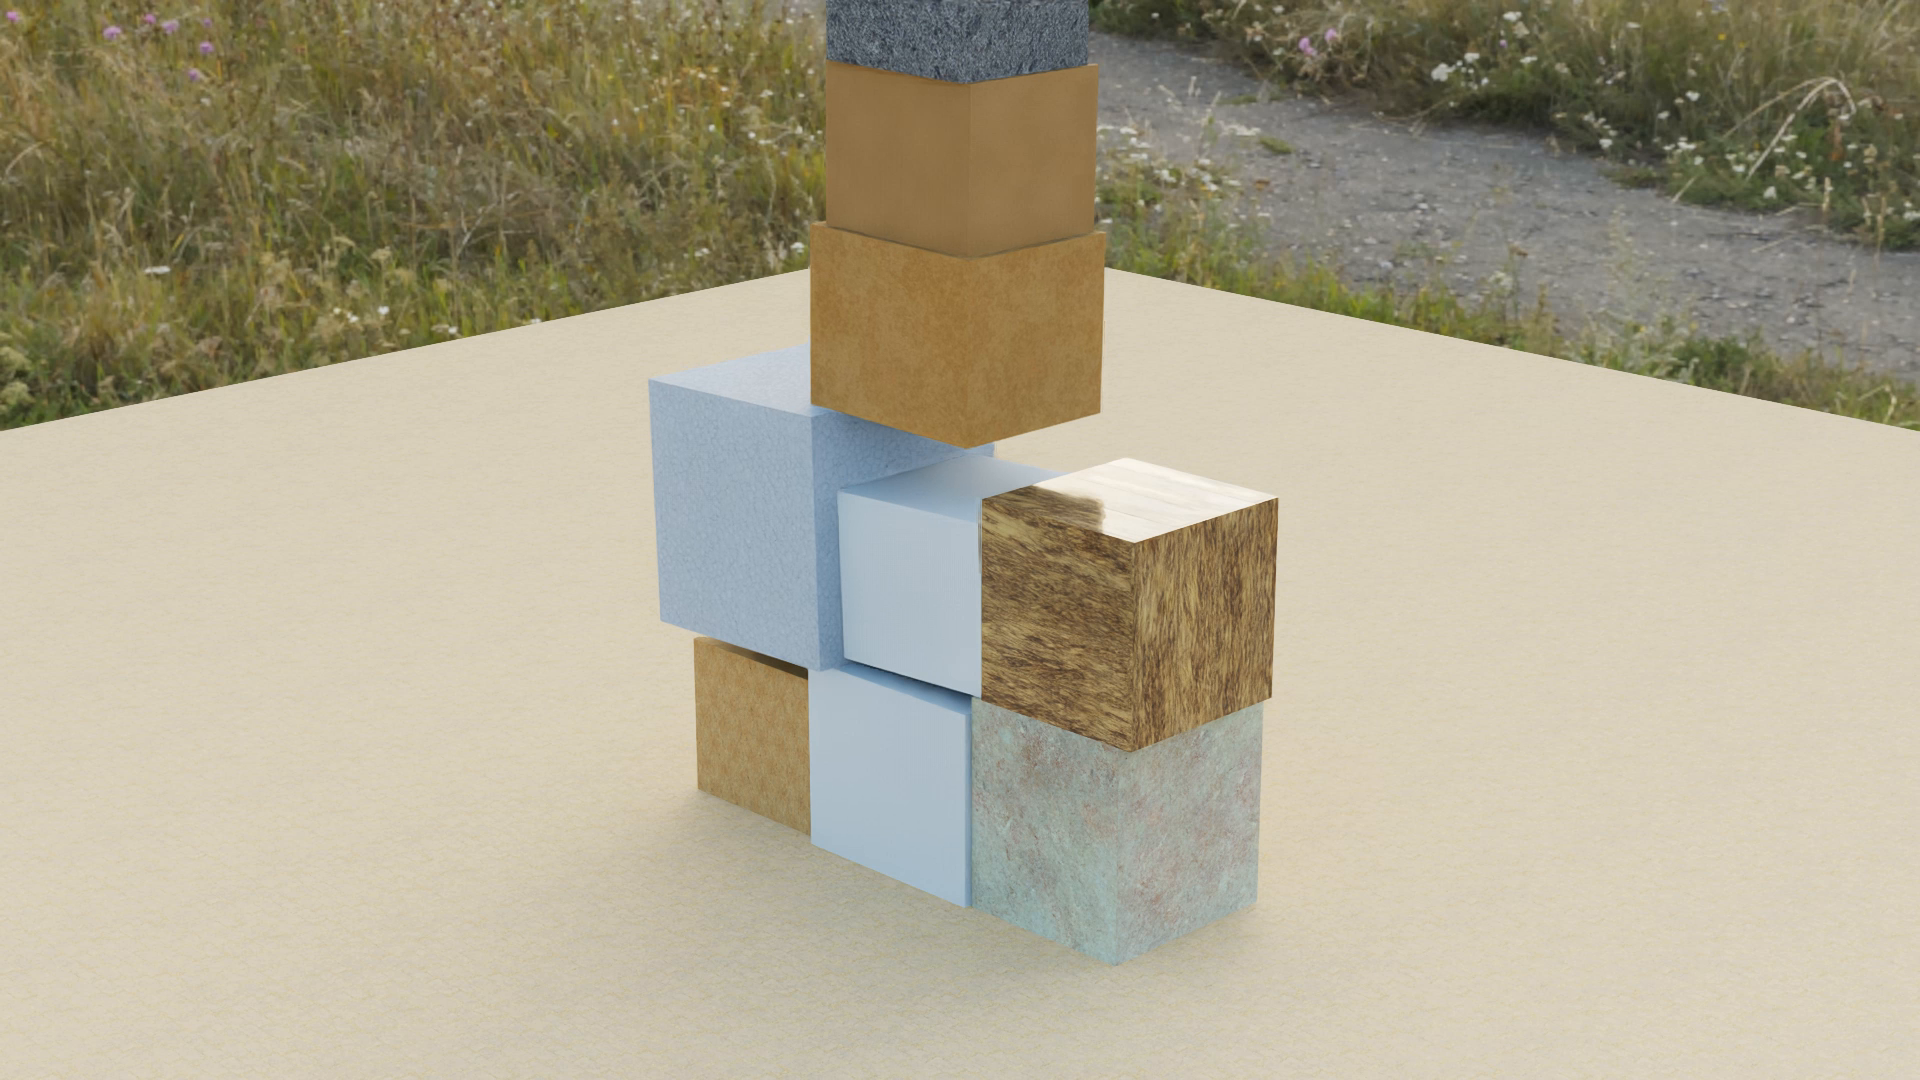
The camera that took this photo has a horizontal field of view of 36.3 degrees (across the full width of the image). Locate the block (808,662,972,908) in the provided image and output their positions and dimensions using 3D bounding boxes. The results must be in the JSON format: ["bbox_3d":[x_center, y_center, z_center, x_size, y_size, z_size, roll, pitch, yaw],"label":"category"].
[{"bbox_3d":[0.021,0.990,13.659,1.021,0.920,1.021,-17,24,-42],"label":"block"}]

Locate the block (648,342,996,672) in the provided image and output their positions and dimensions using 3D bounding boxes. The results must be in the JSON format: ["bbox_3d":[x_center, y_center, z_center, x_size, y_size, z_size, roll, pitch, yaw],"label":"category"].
[{"bbox_3d":[-0.642,-0.200,13.955,1.160,1.196,1.138,-17,22,-42],"label":"block"}]

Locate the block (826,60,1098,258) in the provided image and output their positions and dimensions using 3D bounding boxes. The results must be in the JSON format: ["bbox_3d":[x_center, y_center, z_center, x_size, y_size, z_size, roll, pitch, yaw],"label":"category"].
[{"bbox_3d":[0.003,-1.726,12.817,0.784,0.733,0.887,-17,25,-42],"label":"block"}]

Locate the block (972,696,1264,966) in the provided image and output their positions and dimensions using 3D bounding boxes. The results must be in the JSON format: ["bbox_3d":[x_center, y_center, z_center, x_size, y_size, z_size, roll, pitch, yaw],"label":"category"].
[{"bbox_3d":[0.693,1.155,13.002,0.949,1.000,0.866,-17,24,-42],"label":"block"}]

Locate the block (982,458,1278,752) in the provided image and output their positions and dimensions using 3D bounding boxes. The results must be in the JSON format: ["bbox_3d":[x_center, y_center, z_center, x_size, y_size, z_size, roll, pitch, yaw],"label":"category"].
[{"bbox_3d":[0.728,0.257,12.665,0.924,0.916,0.874,-17,24,-42],"label":"block"}]

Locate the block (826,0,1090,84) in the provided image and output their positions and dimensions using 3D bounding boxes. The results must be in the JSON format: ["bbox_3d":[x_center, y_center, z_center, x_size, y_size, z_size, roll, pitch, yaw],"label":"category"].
[{"bbox_3d":[-0.008,-2.451,12.555,0.773,0.809,0.824,-17,25,-42],"label":"block"}]

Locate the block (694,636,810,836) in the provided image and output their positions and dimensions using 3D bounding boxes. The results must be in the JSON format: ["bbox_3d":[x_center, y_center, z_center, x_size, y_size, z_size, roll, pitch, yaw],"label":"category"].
[{"bbox_3d":[-0.672,0.854,14.320,0.866,0.784,0.888,-17,24,-42],"label":"block"}]

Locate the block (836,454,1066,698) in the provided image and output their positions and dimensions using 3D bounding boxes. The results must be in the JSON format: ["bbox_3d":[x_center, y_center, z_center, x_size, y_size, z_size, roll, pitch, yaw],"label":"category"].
[{"bbox_3d":[0.081,0.143,13.299,0.871,0.791,0.894,-17,21,-42],"label":"block"}]

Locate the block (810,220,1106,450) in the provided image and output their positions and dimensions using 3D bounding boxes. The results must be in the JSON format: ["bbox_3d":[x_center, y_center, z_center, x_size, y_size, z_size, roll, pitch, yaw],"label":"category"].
[{"bbox_3d":[-0.017,-0.984,13.052,0.850,0.823,0.995,-17,25,-42],"label":"block"}]
